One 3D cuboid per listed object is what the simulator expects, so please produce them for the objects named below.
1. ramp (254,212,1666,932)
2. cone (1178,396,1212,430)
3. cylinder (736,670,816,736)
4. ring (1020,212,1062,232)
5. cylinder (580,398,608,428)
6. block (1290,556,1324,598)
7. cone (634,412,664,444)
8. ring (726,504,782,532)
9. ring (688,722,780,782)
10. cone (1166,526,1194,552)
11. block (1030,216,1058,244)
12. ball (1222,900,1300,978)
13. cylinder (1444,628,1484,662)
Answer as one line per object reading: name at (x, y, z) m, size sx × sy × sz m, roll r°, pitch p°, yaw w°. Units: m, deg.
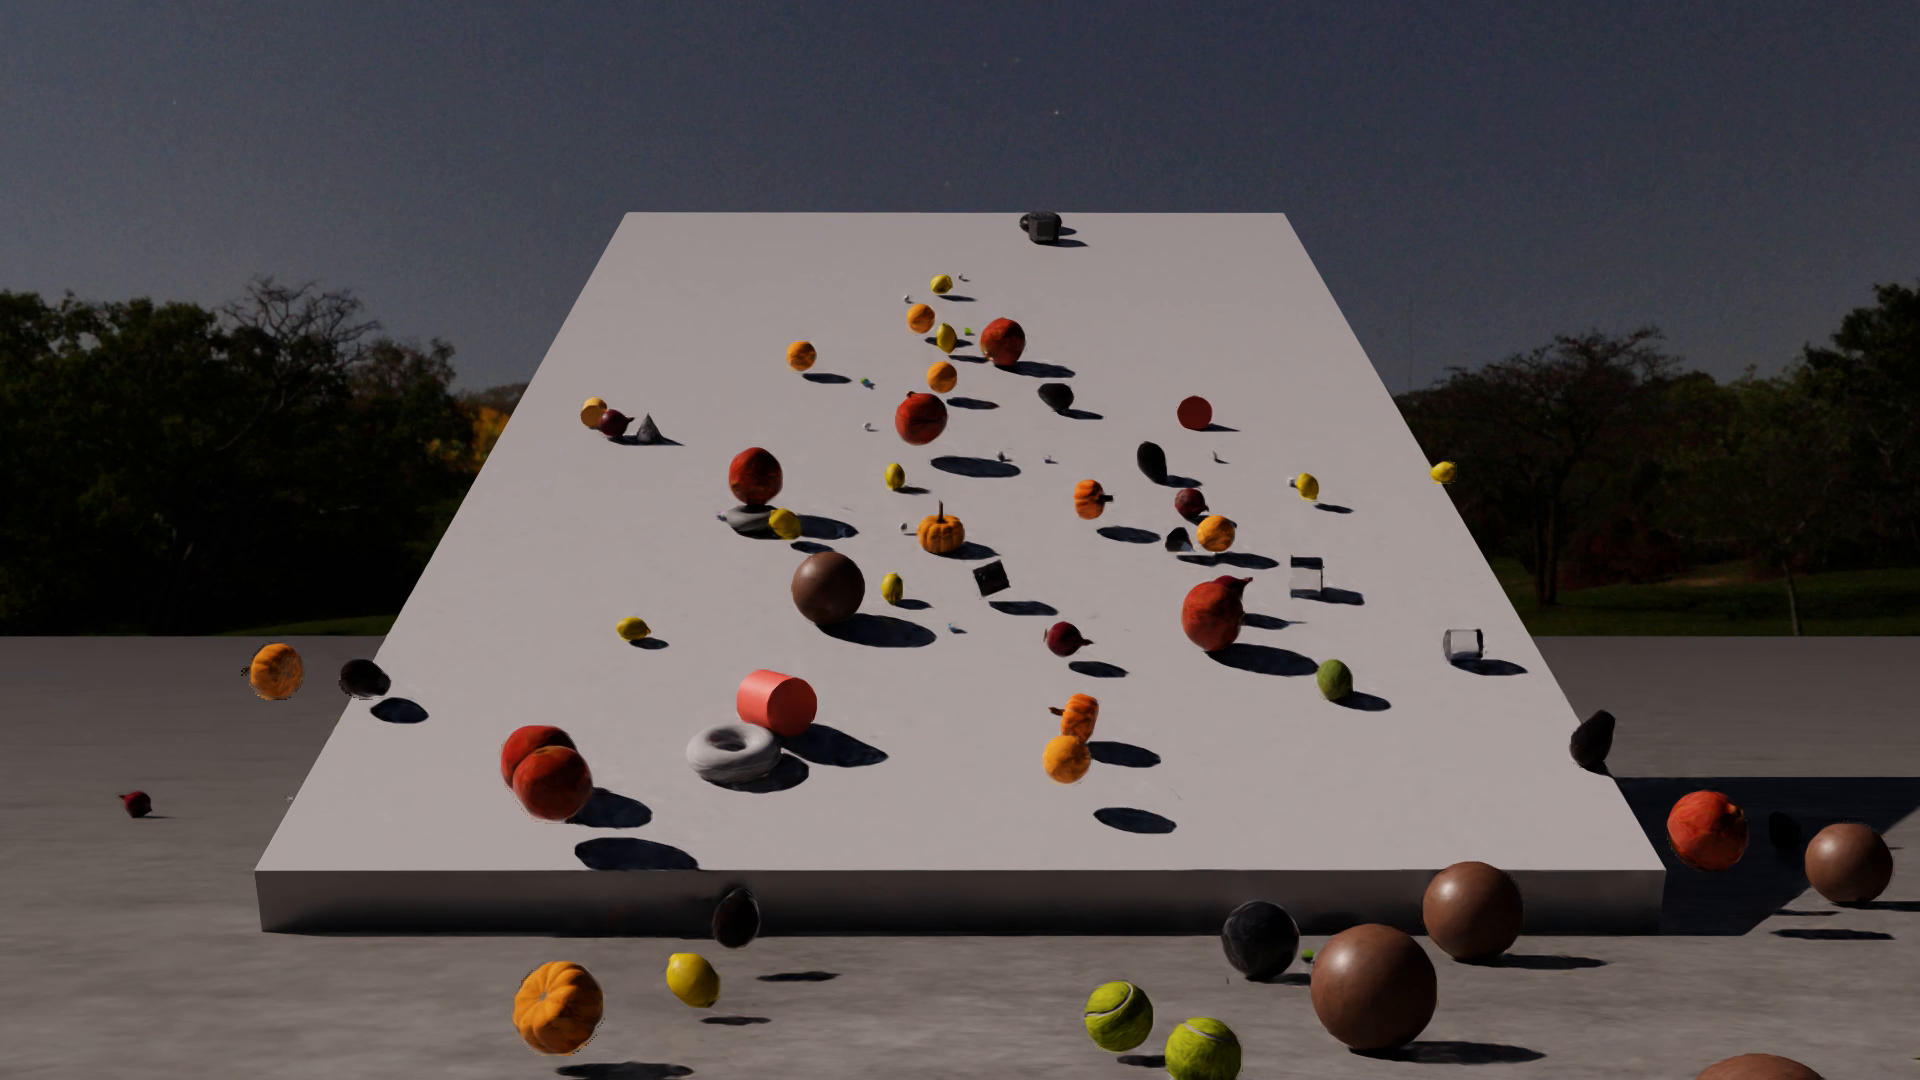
ramp at (-0.006, -0.218, 5.120) m, size 2.000 × 0.100 × 4.000 m, roll 0°, pitch 21°, yaw 0°
cone at (0.521, -0.276, 5.088) m, size 0.077 × 0.077 × 0.077 m, roll 0°, pitch -5°, yaw 3°
cylinder at (-0.290, 0.258, 3.620) m, size 0.093 × 0.093 × 0.093 m, roll 2°, pitch 5°, yaw -37°
ring at (0.238, -0.937, 6.755) m, size 0.126 × 0.042 × 0.126 m, roll -2°, pitch 25°, yaw 1°
cylinder at (-0.811, -0.282, 5.072) m, size 0.052 × 0.052 × 0.052 m, roll 0°, pitch 22°, yaw -2°
block at (0.633, 0.068, 4.184) m, size 0.056 × 0.056 × 0.056 m, roll 2°, pitch 22°, yaw 6°
cone at (-0.678, -0.248, 4.972) m, size 0.063 × 0.063 × 0.063 m, roll 0°, pitch 21°, yaw 0°
ring at (-0.403, -0.043, 4.485) m, size 0.109 × 0.036 × 0.109 m, roll 0°, pitch 16°, yaw 0°
ring at (-0.349, 0.327, 3.532) m, size 0.145 × 0.048 × 0.145 m, roll 1°, pitch 23°, yaw 0°
cone at (0.427, 0.010, 4.326) m, size 0.054 × 0.054 × 0.054 m, roll 2°, pitch 22°, yaw -39°
block at (0.243, -0.898, 6.623) m, size 0.066 × 0.066 × 0.066 m, roll -7°, pitch 23°, yaw -17°
ball at (0.372, 0.495, 2.838) m, size 0.096 × 0.096 × 0.096 m, roll 0°, pitch -2°, yaw 0°
cylinder at (0.856, 0.178, 3.892) m, size 0.054 × 0.054 × 0.054 m, roll -2°, pitch -2°, yaw -5°
